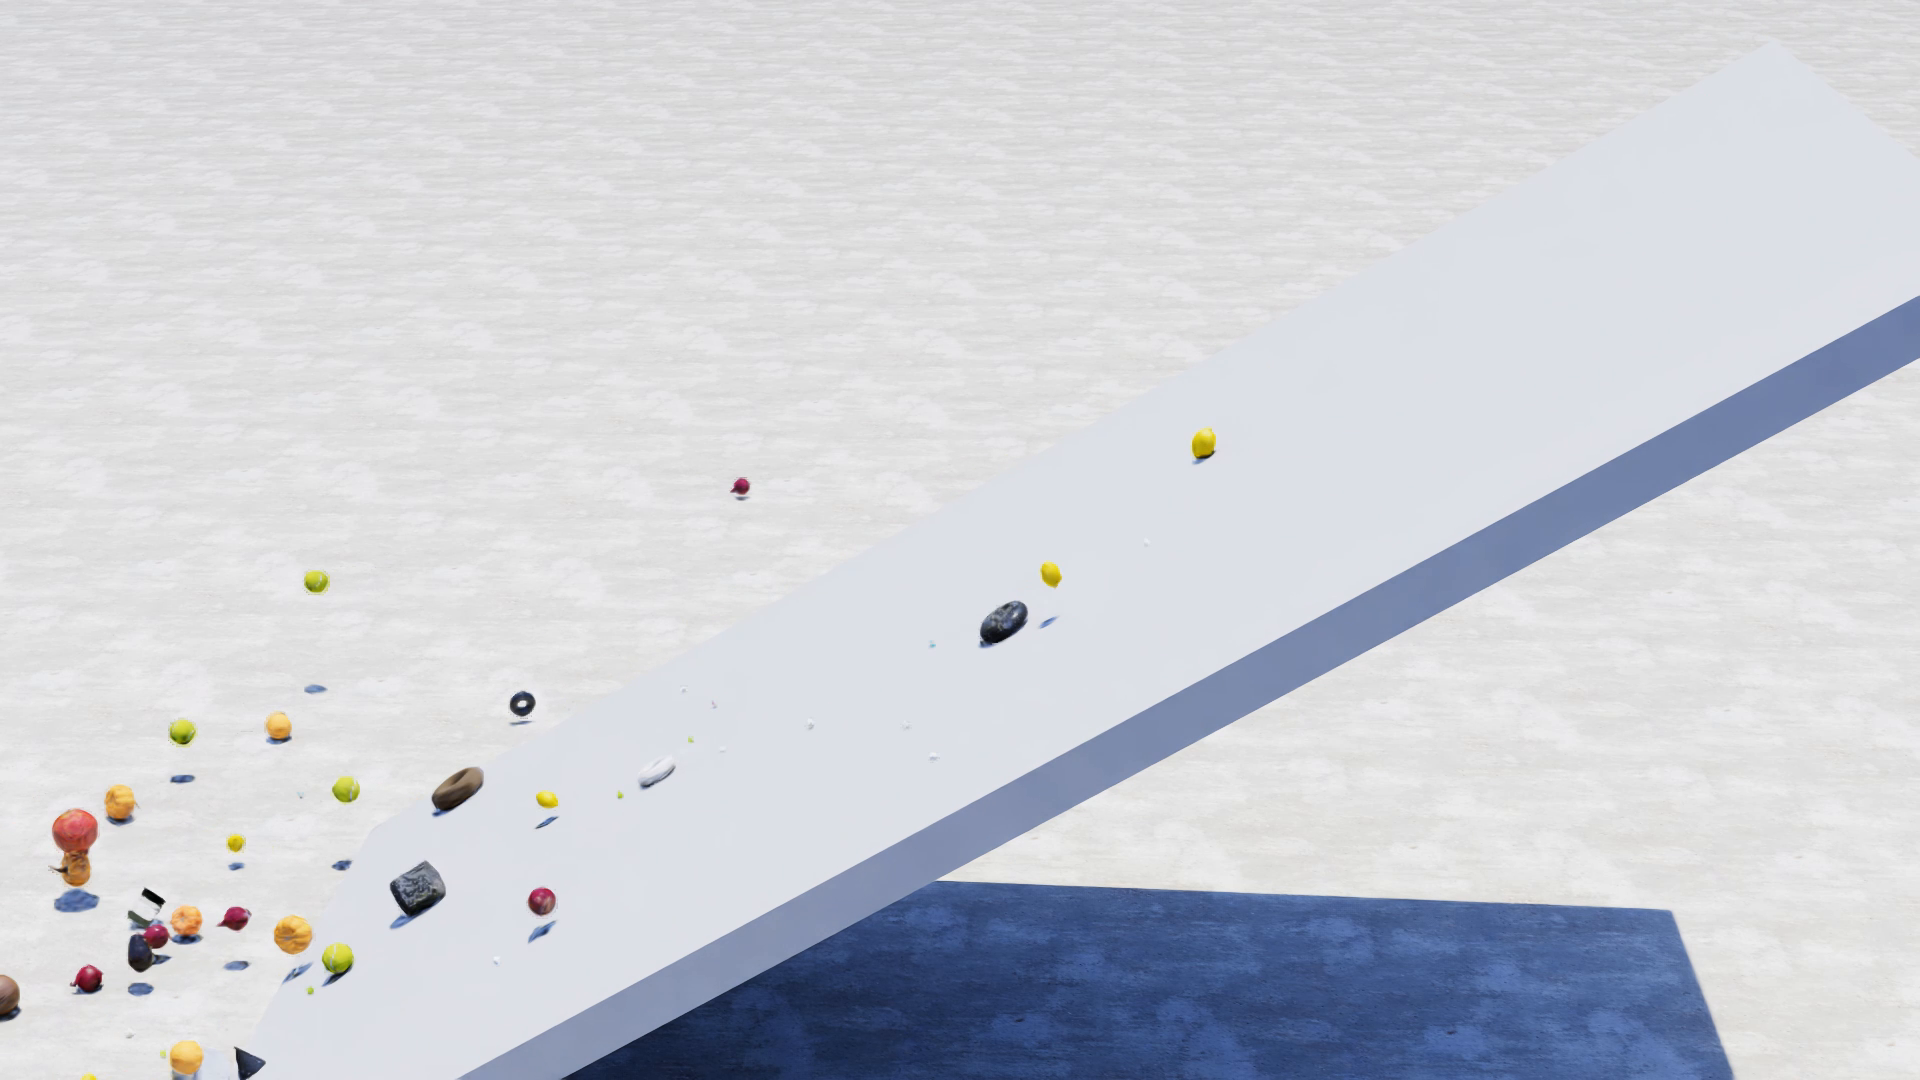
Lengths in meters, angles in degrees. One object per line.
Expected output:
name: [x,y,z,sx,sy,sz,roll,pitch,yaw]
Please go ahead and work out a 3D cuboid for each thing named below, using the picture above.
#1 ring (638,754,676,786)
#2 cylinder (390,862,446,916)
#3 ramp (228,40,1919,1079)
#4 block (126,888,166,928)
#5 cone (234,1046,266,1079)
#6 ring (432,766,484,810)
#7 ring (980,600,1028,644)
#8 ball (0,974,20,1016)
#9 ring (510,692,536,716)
ring: [-0.681,0.517,6.598,0.098,0.033,0.098,-31,13,8]
cylinder: [-1.239,0.797,6.729,0.091,0.091,0.091,-31,20,5]
ramp: [0.141,0.169,6.288,4.000,0.100,2.000,-29,15,13]
block: [-2.024,0.915,7.310,0.061,0.061,0.061,36,20,-11]
cone: [-1.551,1.122,6.368,0.067,0.067,0.067,-30,15,9]
ring: [-1.265,0.626,7.419,0.148,0.049,0.148,-31,15,9]
ring: [0.091,0.170,6.111,0.116,0.039,0.116,-32,17,11]
ball: [-2.246,1.063,6.876,0.096,0.096,0.096,0,19,0]
ring: [-1.268,0.475,8.527,0.077,0.077,0.026,-8,24,-22]
